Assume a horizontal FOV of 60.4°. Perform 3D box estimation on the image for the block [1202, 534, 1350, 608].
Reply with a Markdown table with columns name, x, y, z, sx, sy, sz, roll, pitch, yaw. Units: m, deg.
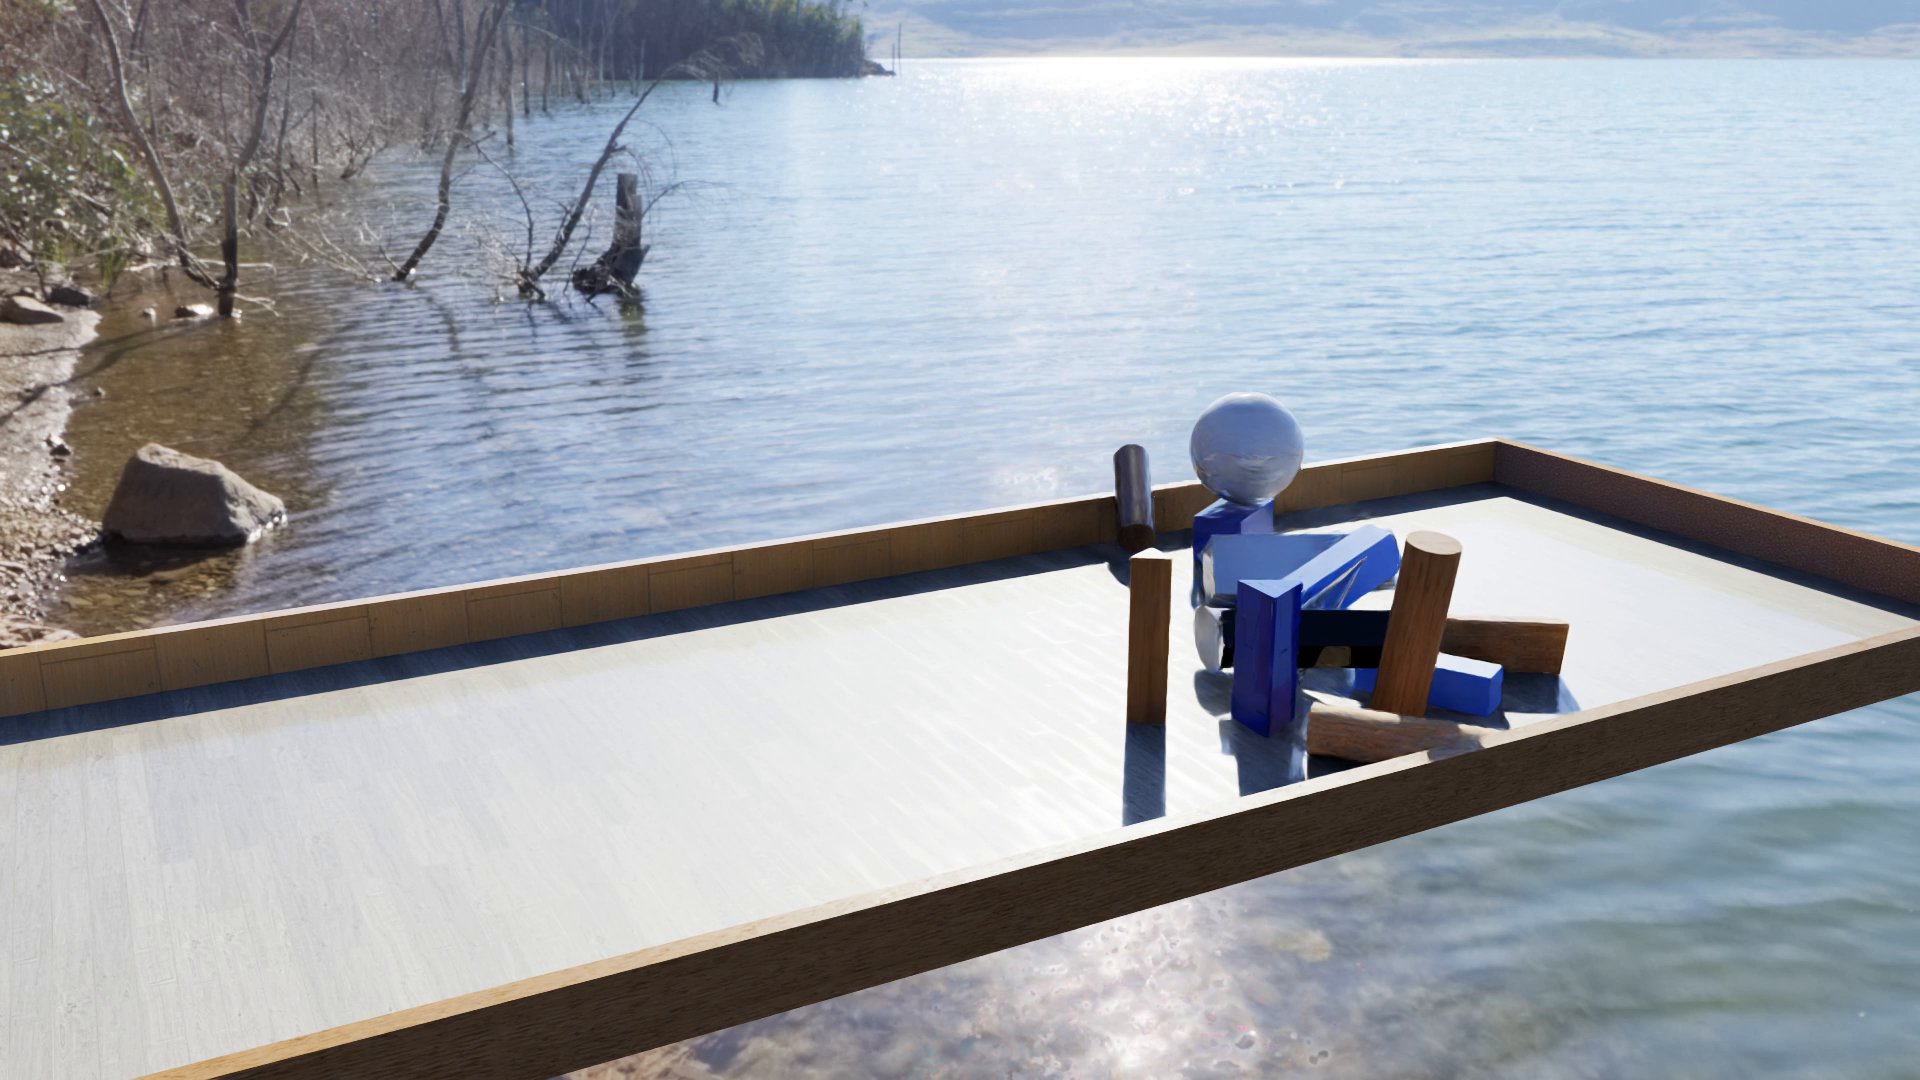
| name | x | y | z | sx | sy | sz | roll | pitch | yaw |
| --- | --- | --- | --- | --- | --- | --- | --- | --- | --- |
| block | 0.901 | 0.089 | 4.638 | 0.405 | 0.169 | 0.169 | 0 | -16 | -1 |

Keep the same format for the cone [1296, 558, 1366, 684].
| name | x | y | z | sx | sy | sz | roll | pitch | yaw |
| --- | --- | --- | --- | --- | --- | --- | --- | --- | --- |
| cone | 0.907 | 0.174 | 4.142 | 0.376 | 0.151 | 0.151 | -47 | 34 | -13 |

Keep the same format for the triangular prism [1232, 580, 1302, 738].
| name | x | y | z | sx | sy | sz | roll | pitch | yaw |
| --- | --- | --- | --- | --- | --- | --- | --- | --- | --- |
| triangular prism | 0.698 | 0.266 | 3.844 | 0.126 | 0.342 | 0.145 | 11 | 20 | 33 |

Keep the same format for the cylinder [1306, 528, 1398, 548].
| name | x | y | z | sx | sy | sz | roll | pitch | yaw |
| --- | --- | --- | --- | --- | --- | --- | --- | --- | --- |
| cylinder | 1.092 | 0.038 | 4.987 | 0.450 | 0.125 | 0.125 | -4 | 17 | -16 |

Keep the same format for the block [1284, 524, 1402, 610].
| name | x | y | z | sx | sy | sz | roll | pitch | yaw |
| --- | --- | --- | --- | --- | --- | --- | --- | --- | --- |
| block | 0.962 | 0.128 | 4.379 | 0.430 | 0.113 | 0.113 | -33 | 22 | -9 |

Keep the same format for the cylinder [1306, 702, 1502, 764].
| name | x | y | z | sx | sy | sz | roll | pitch | yaw |
| --- | --- | --- | --- | --- | --- | --- | --- | --- | --- |
| cylinder | 0.979 | 0.446 | 3.633 | 0.408 | 0.116 | 0.116 | 7 | 18 | 23 |

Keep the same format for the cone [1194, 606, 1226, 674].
| name | x | y | z | sx | sy | sz | roll | pitch | yaw |
| --- | --- | --- | --- | --- | --- | --- | --- | --- | --- |
| cone | 0.789 | 0.229 | 4.227 | 0.336 | 0.172 | 0.172 | -9 | 18 | -15 |

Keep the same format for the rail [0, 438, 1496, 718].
| name | x | y | z | sx | sy | sz | roll | pitch | yaw |
| --- | --- | --- | --- | --- | --- | --- | --- | --- | --- |
| rail | -3.305 | 0.497 | 3.399 | 12.000 | 0.150 | 0.050 | -9 | 18 | -27 |

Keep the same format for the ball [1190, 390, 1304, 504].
| name | x | y | z | sx | sy | sz | roll | pitch | yaw |
| --- | --- | --- | --- | --- | --- | --- | --- | --- | --- |
| ball | 0.899 | -0.290 | 5.179 | 0.355 | 0.355 | 0.355 | 0 | 16 | 0 |

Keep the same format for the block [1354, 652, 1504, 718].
| name | x | y | z | sx | sy | sz | roll | pitch | yaw |
| --- | --- | --- | --- | --- | --- | --- | --- | --- | --- |
| block | 1.143 | 0.336 | 4.035 | 0.332 | 0.100 | 0.100 | 11 | 20 | 33 |

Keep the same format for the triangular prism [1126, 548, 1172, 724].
| name | x | y | z | sx | sy | sz | roll | pitch | yaw |
| --- | --- | --- | --- | --- | --- | --- | --- | --- | --- |
| triangular prism | 0.443 | 0.225 | 3.867 | 0.093 | 0.407 | 0.080 | 2 | 16 | 7 |

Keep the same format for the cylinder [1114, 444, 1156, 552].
| name | x | y | z | sx | sy | sz | roll | pitch | yaw |
| --- | --- | --- | --- | --- | --- | --- | --- | --- | --- |
| cylinder | 0.551 | -0.136 | 5.229 | 0.116 | 0.116 | 0.400 | 1 | 41 | 2 |

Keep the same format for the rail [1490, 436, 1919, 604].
| name | x | y | z | sx | sy | sz | roll | pitch | yaw |
| --- | --- | --- | --- | --- | --- | --- | --- | --- | --- |
| rail | 2.466 | -0.048 | 5.253 | 0.050 | 0.150 | 2.100 | -9 | 18 | -27 |

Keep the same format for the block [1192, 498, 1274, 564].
| name | x | y | z | sx | sy | sz | roll | pitch | yaw |
| --- | --- | --- | --- | --- | --- | --- | --- | --- | --- |
| block | 0.863 | -0.032 | 5.197 | 0.150 | 0.150 | 0.316 | 9 | 19 | 27 |

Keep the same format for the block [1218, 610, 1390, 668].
| name | x | y | z | sx | sy | sz | roll | pitch | yaw |
| --- | --- | --- | --- | --- | --- | --- | --- | --- | --- |
| block | 0.852 | 0.240 | 3.990 | 0.441 | 0.102 | 0.102 | 0 | 55 | 2 |

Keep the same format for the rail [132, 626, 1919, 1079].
| name | x | y | z | sx | sy | sz | roll | pitch | yaw |
| --- | --- | --- | --- | --- | --- | --- | --- | --- | --- |
| rail | -2.336 | 1.006 | 1.665 | 12.000 | 0.150 | 0.050 | -9 | 18 | -27 |

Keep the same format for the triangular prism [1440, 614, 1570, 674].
| name | x | y | z | sx | sy | sz | roll | pitch | yaw |
| --- | --- | --- | --- | --- | --- | --- | --- | --- | --- |
| triangular prism | 1.319 | 0.235 | 4.194 | 0.415 | 0.154 | 0.133 | 2 | -26 | 7 |

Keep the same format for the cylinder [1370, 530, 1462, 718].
| name | x | y | z | sx | sy | sz | roll | pitch | yaw |
| --- | --- | --- | --- | --- | --- | --- | --- | --- | --- |
| cylinder | 1.048 | 0.211 | 3.801 | 0.125 | 0.456 | 0.125 | 4 | 25 | -2 |
